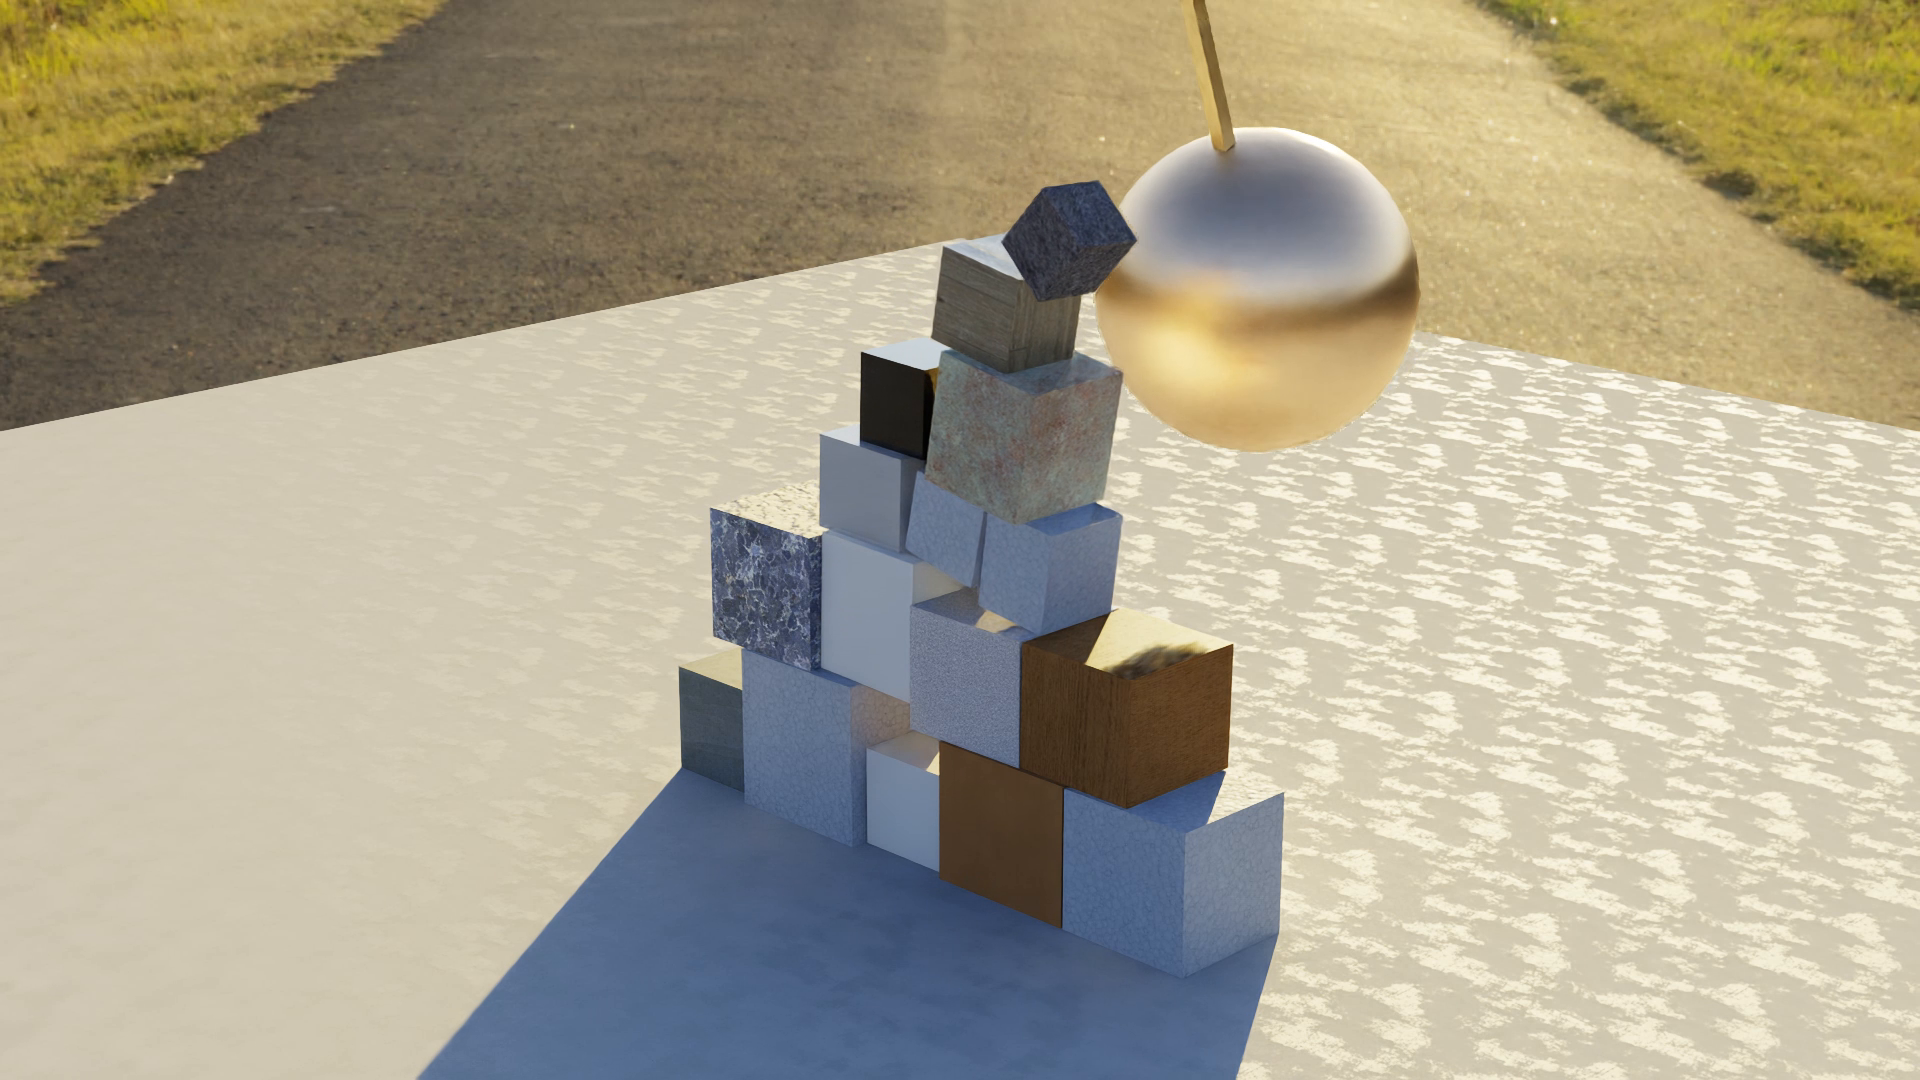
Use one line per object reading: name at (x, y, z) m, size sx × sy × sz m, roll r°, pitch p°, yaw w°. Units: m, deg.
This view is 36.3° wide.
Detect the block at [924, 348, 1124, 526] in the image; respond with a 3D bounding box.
block at (0.278, -0.501, 12.918) m, size 0.572 × 0.611 × 0.568 m, roll -17°, pitch 34°, yaw -43°

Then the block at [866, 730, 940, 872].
block at (-0.050, 1.193, 13.754) m, size 0.570 × 0.477 × 0.525 m, roll -17°, pitch 24°, yaw -42°

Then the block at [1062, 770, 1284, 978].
block at (0.927, 1.399, 12.783) m, size 0.653 × 0.665 × 0.693 m, roll -17°, pitch 24°, yaw -42°

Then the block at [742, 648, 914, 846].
block at (-0.514, 0.902, 14.147) m, size 0.742 × 0.797 × 0.766 m, roll -17°, pitch 24°, yaw -42°

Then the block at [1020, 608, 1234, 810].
block at (0.727, 0.725, 12.823) m, size 0.632 × 0.586 × 0.668 m, roll 18°, pitch 25°, yaw 42°

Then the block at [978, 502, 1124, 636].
block at (0.399, 0.089, 12.978) m, size 0.458 × 0.473 × 0.387 m, roll -16°, pitch 31°, yaw -43°

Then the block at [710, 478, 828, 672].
block at (-0.681, 0.150, 14.121) m, size 0.751 × 0.654 × 0.703 m, roll -17°, pitch 24°, yaw -42°

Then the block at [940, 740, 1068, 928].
block at (0.420, 1.236, 13.292) m, size 0.694 × 0.672 × 0.761 m, roll -17°, pitch 24°, yaw -42°

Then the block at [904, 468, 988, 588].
block at (0.083, -0.095, 13.199) m, size 0.439 × 0.395 × 0.429 m, roll -17°, pitch 36°, yaw -43°

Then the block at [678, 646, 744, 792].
block at (-0.993, 0.881, 14.641) m, size 0.579 × 0.540 × 0.566 m, roll -17°, pitch 24°, yaw -42°

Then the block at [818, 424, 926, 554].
block at (-0.269, -0.269, 13.549) m, size 0.541 × 0.447 × 0.537 m, roll -17°, pitch 26°, yaw -42°

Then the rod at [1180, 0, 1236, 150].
rod at (0.636, -4.028, 12.742) m, size 0.080 × 5.200 × 0.080 m, roll 17°, pitch 44°, yaw 42°

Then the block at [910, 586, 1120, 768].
block at (0.245, 0.582, 13.264) m, size 0.646 × 0.593 × 0.686 m, roll -17°, pitch 24°, yaw -42°

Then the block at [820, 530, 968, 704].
block at (-0.207, 0.286, 13.660) m, size 0.634 × 0.672 × 0.604 m, roll -17°, pitch 26°, yaw -42°

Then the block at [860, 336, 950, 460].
block at (-0.166, -0.647, 13.325) m, size 0.412 × 0.418 × 0.405 m, roll 19°, pitch 26°, yaw 42°

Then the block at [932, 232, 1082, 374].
block at (0.211, -1.039, 12.807) m, size 0.424 × 0.434 × 0.465 m, roll -17°, pitch 34°, yaw -42°

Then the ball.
ball at (1.467, -1.234, 14.491) m, size 1.600 × 1.600 × 1.600 m, roll 0°, pitch 17°, yaw 0°

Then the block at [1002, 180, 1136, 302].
block at (0.462, -1.271, 12.451) m, size 0.333 × 0.363 × 0.327 m, roll -13°, pitch 65°, yaw -41°
